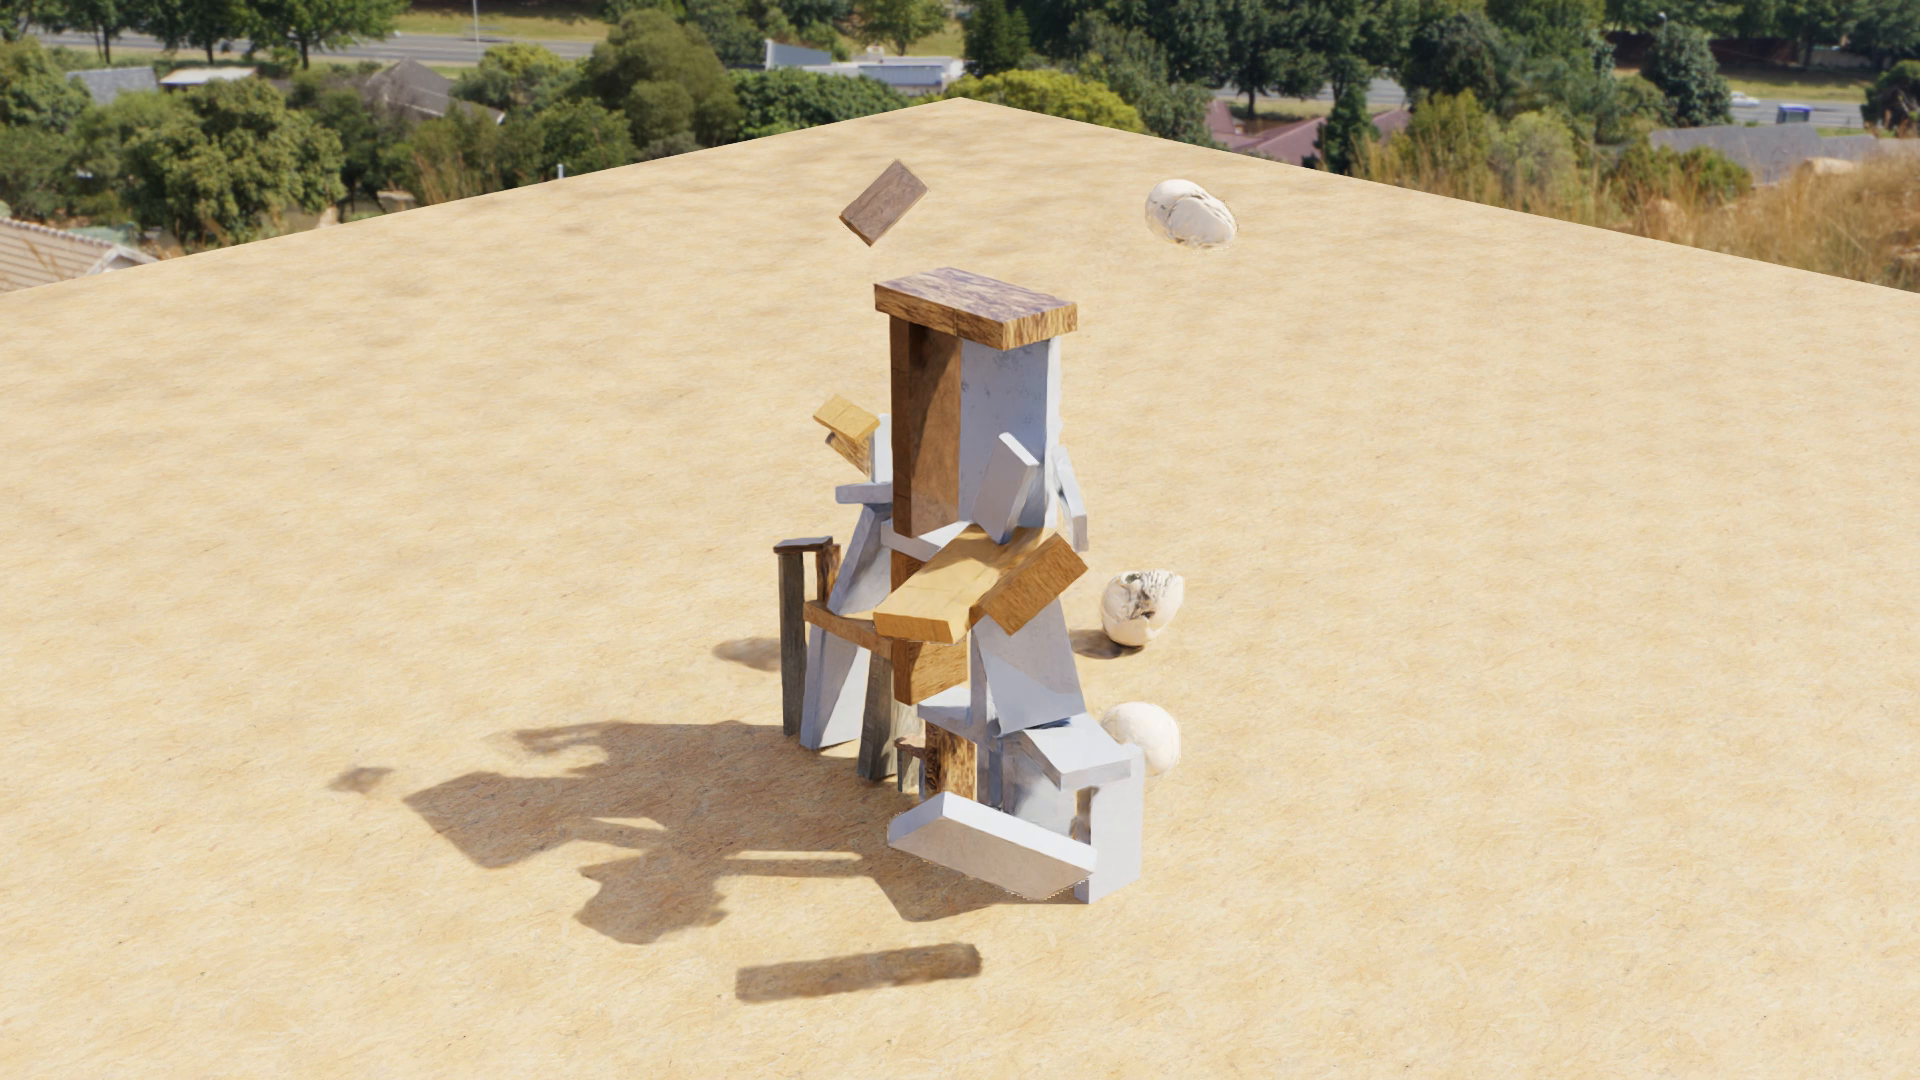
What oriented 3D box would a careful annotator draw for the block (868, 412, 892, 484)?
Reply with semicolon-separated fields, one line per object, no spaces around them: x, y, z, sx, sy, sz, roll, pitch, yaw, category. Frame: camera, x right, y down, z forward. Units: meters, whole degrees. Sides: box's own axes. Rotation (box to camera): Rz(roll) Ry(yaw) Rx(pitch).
-0.151;-0.188;4.464;0.068;0.136;0.019;-12;17;-37;block

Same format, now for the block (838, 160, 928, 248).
-0.141;-0.624;4.075;0.080;0.023;0.160;42;69;3;block

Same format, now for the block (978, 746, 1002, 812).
0.084;0.486;4.335;0.031;0.219;0.109;21;31;41;block

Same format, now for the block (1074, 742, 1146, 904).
0.281;0.534;4.144;0.140;0.280;0.040;-19;30;-38;block

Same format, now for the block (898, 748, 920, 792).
-0.107;0.466;4.535;0.014;0.099;0.049;21;31;41;block

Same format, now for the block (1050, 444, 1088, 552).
0.193;-0.073;3.880;0.026;0.091;0.182;-10;45;-3;block

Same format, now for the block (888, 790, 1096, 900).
0.057;0.534;3.827;0.328;0.164;0.046;24;53;-28;block

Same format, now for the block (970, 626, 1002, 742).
0.094;0.209;4.215;0.162;0.323;0.046;-20;30;-39;block

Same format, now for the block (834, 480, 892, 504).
-0.122;-0.100;4.451;0.130;0.037;0.259;-9;5;-41;block

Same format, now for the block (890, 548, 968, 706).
-0.060;0.151;4.353;0.046;0.323;0.162;20;30;41;block

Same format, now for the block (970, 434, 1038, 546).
0.078;-0.090;3.917;0.026;0.182;0.091;-13;46;-37;block

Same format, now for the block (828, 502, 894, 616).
-0.177;0.034;4.538;0.130;0.259;0.037;-9;41;-43;block

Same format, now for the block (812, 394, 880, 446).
-0.229;-0.243;4.424;0.068;0.019;0.136;-42;47;-19;block

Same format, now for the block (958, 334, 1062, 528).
0.090;-0.207;4.022;0.179;0.357;0.051;5;7;29;block

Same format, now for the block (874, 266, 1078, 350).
0.026;-0.424;3.995;0.179;0.051;0.357;-19;28;-37;block

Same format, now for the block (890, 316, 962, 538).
-0.047;-0.233;4.172;0.179;0.432;0.051;-21;30;-40;block

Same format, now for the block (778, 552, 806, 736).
-0.356;0.220;4.698;0.057;0.426;0.016;-21;31;-41;block

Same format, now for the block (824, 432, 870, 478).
-0.212;-0.192;4.524;0.136;0.068;0.019;39;-5;-40;block

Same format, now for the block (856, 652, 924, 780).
-0.136;0.352;4.558;0.136;0.273;0.039;-9;24;-43;block

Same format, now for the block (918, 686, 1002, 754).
0.031;0.351;4.333;0.219;0.031;0.109;21;31;40;block

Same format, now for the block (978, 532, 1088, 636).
0.127;0.077;3.805;0.182;0.091;0.026;-41;38;1;block

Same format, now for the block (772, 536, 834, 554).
-0.328;0.011;4.607;0.114;0.016;0.057;-4;15;21;block

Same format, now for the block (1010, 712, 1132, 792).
0.196;0.375;4.107;0.140;0.040;0.280;-10;26;-19;block

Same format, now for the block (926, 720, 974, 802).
-0.020;0.446;4.430;0.109;0.219;0.031;-21;31;-41;block

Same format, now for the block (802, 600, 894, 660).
-0.186;0.177;4.575;0.136;0.039;0.273;-10;23;-44;block

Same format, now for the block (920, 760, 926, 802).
-0.060;0.485;4.492;0.014;0.099;0.049;21;31;41;block

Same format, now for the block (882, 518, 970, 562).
0.018;0.010;4.213;0.162;0.046;0.323;-21;31;-40;block

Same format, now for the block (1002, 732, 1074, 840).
0.152;0.487;4.251;0.140;0.280;0.040;-15;28;-29;block

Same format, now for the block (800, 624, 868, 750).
-0.265;0.301;4.679;0.136;0.273;0.039;-9;22;-43;block

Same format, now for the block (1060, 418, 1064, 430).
0.116;-0.209;4.317;0.160;0.023;0.080;3;42;36;block

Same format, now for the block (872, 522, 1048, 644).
0.006;0.073;3.915;0.164;0.046;0.328;5;32;35;block

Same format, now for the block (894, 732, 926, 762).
-0.083;0.423;4.491;0.099;0.014;0.049;21;31;41;block

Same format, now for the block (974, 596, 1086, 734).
0.118;0.187;4.059;0.164;0.328;0.046;-14;23;1;block

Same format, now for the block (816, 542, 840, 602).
-0.277;0.068;4.627;0.016;0.114;0.057;13;21;40;block
